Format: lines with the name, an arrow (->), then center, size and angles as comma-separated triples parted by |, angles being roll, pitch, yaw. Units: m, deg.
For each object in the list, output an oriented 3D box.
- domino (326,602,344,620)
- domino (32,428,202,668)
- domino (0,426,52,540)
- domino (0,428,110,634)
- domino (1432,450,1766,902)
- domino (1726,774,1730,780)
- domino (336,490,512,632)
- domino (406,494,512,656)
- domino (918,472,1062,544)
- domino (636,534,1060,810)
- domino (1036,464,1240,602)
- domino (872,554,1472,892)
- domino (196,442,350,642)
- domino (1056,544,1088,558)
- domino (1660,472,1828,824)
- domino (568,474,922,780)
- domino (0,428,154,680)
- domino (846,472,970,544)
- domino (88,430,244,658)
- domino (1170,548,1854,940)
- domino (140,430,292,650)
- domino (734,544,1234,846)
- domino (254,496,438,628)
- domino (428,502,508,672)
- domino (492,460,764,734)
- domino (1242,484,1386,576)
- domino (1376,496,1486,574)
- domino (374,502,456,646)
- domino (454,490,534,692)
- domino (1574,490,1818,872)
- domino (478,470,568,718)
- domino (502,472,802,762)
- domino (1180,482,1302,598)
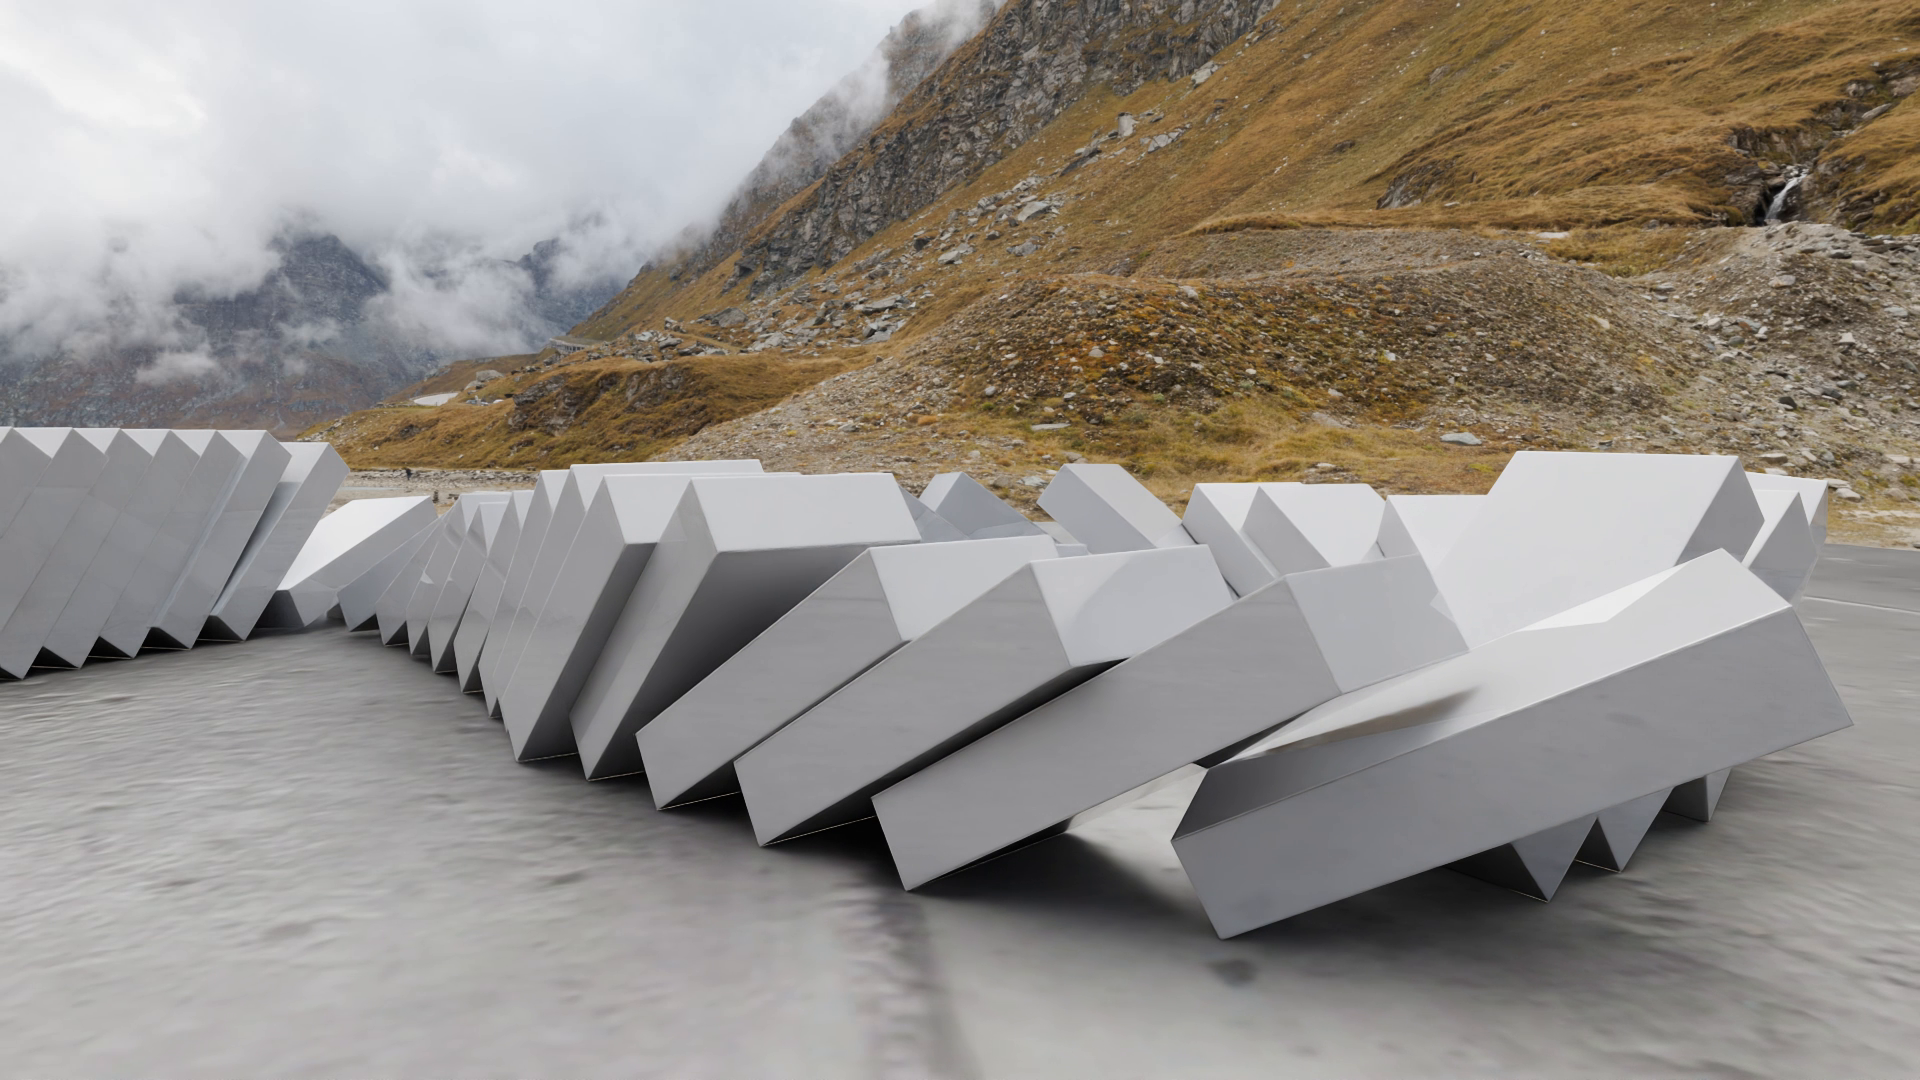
domino -> -0.132, 0.013, 0.330 | 0.025, 0.010, 0.050 | 3, 5, 32
domino -> -0.176, 0.001, 0.255 | 0.025, 0.050, 0.010 | 1, -33, 14
domino -> -0.182, 0.003, 0.220 | 0.025, 0.050, 0.010 | 1, -33, 14
domino -> -0.179, 0.002, 0.231 | 0.025, 0.050, 0.010 | 1, -33, 14
domino -> 0.060, 0.012, 0.136 | 0.050, 0.010, 0.025 | -49, 28, -20
domino -> 0.098, 0.012, 0.184 | 0.025, 0.010, 0.050 | 13, 36, 27
domino -> -0.110, 0.005, 0.282 | 0.050, 0.009, 0.025 | -29, -13, 27
domino -> -0.087, 0.007, 0.243 | 0.025, 0.009, 0.050 | -2, -25, -35
domino -> 0.015, 0.006, 0.233 | 0.050, 0.009, 0.025 | 35, -5, -10
domino -> -0.013, 0.015, 0.142 | 0.025, 0.009, 0.050 | -4, -24, -44
domino -> 0.040, 0.005, 0.246 | 0.050, 0.009, 0.025 | 44, 23, 22
domino -> 0.018, 0.017, 0.117 | 0.025, 0.009, 0.050 | -5, -23, -48
domino -> -0.163, -0.001, 0.291 | 0.025, 0.050, 0.009 | 1, -39, 14
domino -> 0.002, 0.014, 0.176 | 0.025, 0.009, 0.050 | 0, -22, -4
domino -> 0.088, 0.010, 0.162 | 0.025, 0.009, 0.050 | 13, 49, 42
domino -> -0.027, 0.011, 0.155 | 0.025, 0.010, 0.050 | -4, -34, -36
domino -> -0.178, 0.002, 0.243 | 0.025, 0.050, 0.010 | 1, -33, 14
domino -> -0.001, 0.007, 0.225 | 0.050, 0.009, 0.025 | 37, -11, -19
domino -> -0.173, 0.000, 0.267 | 0.025, 0.050, 0.009 | 1, -33, 14
domino -> 0.045, 0.018, 0.112 | 0.050, 0.009, 0.025 | -27, -1, 23
domino -> -0.169, -0.001, 0.278 | 0.025, 0.050, 0.010 | 1, -33, 14
domino -> 0.001, 0.016, 0.129 | 0.025, 0.009, 0.050 | -4, -24, -44
domino -> -0.153, 0.005, 0.311 | 0.025, 0.009, 0.050 | -2, 26, 19
domino -> -0.077, 0.009, 0.228 | 0.025, 0.010, 0.050 | -3, -25, -34
domino -> -0.046, 0.009, 0.177 | 0.025, 0.010, 0.050 | -4, -33, -35
domino -> 0.073, 0.008, 0.223 | 0.025, 0.010, 0.050 | -2, 37, -23
domino -> 0.087, 0.010, 0.204 | 0.025, 0.009, 0.050 | 0, 35, -2
domino -> -0.099, 0.007, 0.264 | 0.025, 0.010, 0.050 | -4, -23, -45
domino -> -0.065, 0.009, 0.210 | 0.025, 0.010, 0.050 | -3, -29, -34
domino -> 0.073, 0.013, 0.146 | 0.050, 0.010, 0.025 | -43, 26, -24
domino -> -0.054, 0.008, 0.191 | 0.025, 0.009, 0.050 | -4, -33, -34
domino -> -0.040, 0.011, 0.165 | 0.025, 0.010, 0.050 | -3, -34, -37
domino -> 0.065, 0.007, 0.239 | 0.025, 0.009, 0.050 | -2, 37, -23
